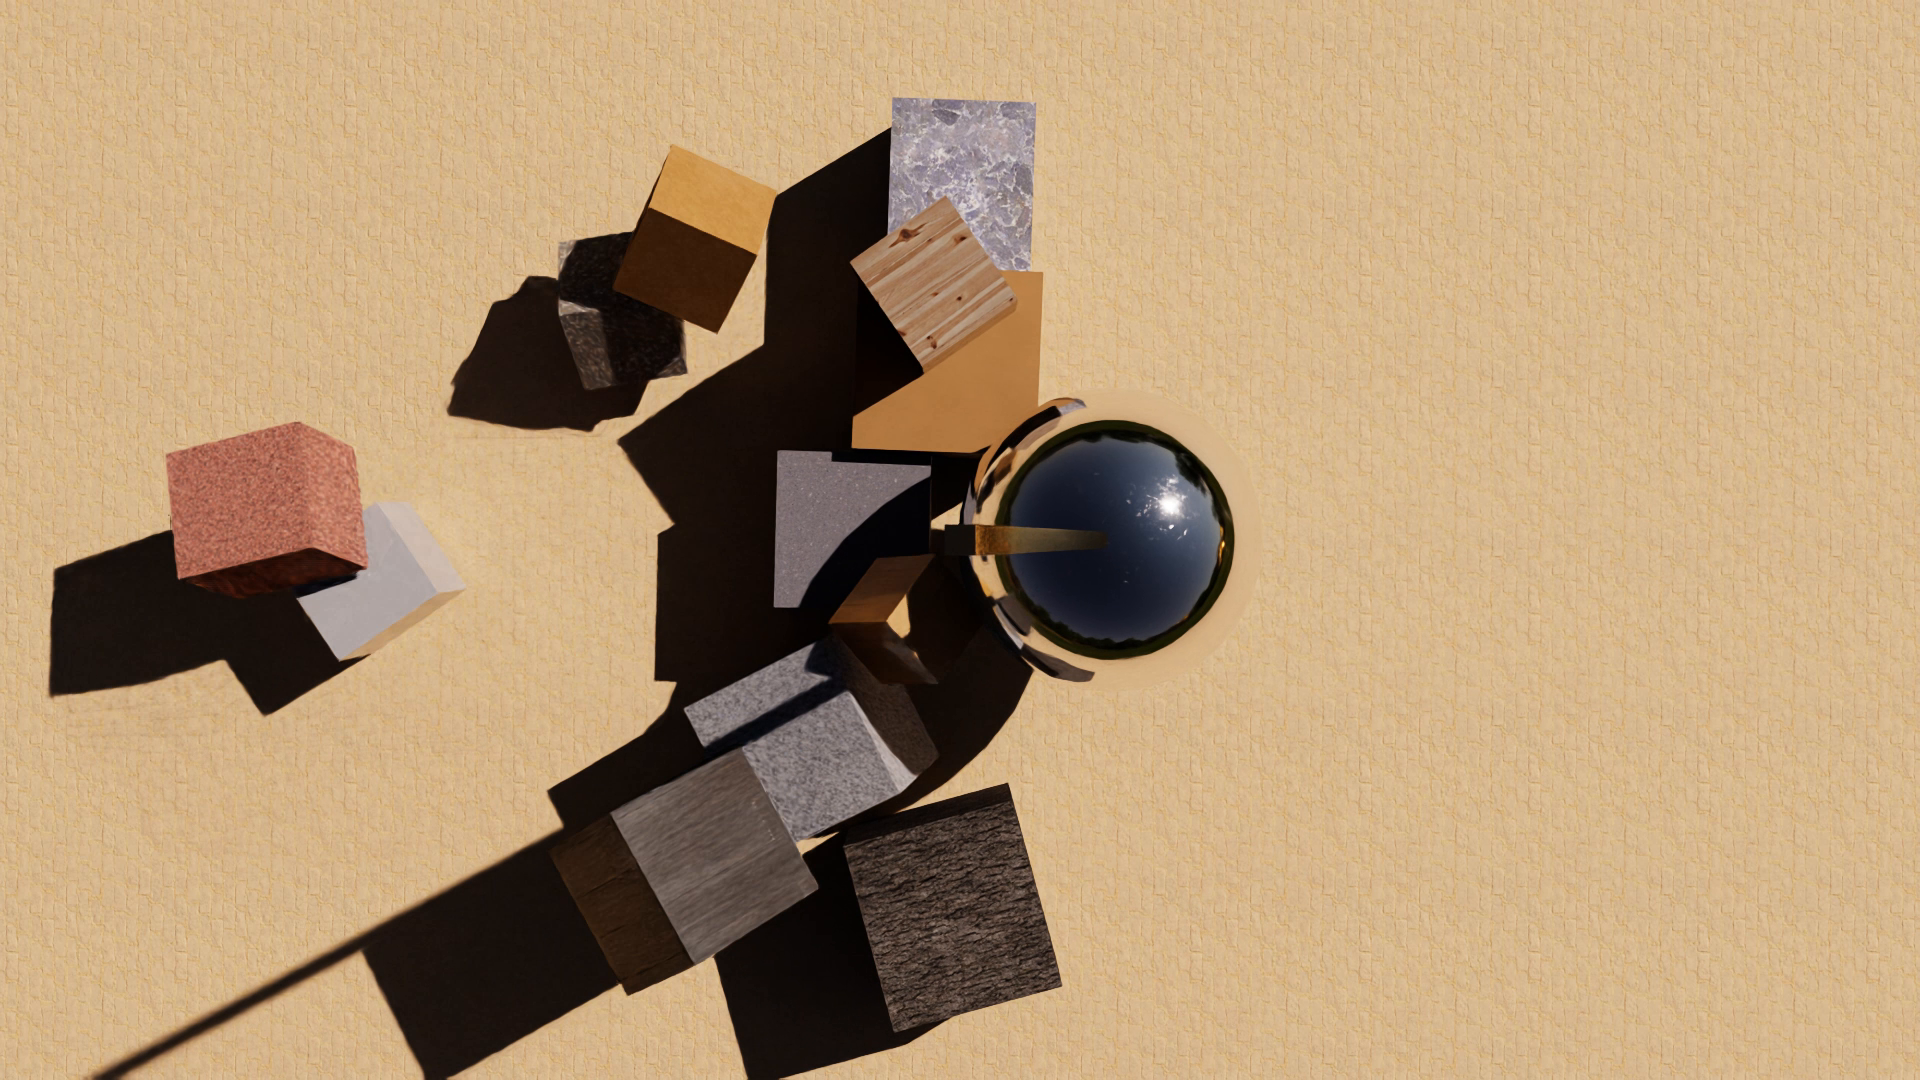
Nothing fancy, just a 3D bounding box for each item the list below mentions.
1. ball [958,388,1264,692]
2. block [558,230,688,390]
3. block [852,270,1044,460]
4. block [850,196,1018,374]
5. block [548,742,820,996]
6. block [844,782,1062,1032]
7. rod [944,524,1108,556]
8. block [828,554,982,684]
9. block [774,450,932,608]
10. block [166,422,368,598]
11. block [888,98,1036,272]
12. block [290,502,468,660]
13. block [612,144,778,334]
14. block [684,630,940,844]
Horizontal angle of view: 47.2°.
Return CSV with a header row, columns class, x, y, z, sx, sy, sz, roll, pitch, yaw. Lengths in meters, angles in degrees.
class,x,y,z,sx,sy,sz,roll,pitch,yaw
ball,0.785,0.000,11.547,1.600,1.600,1.600,0,90,0
block,-1.926,-1.323,12.576,0.602,0.615,0.589,-9,51,0
block,-0.068,-0.989,12.543,1.015,0.914,1.010,2,90,0
block,-0.136,-1.358,11.800,0.615,0.573,0.667,-35,90,0
block,-1.486,1.765,11.780,0.868,0.825,0.893,-27,86,-39
block,-0.039,2.072,12.551,0.962,0.899,1.062,-15,90,0
rod,0.340,0.000,8.176,0.080,5.200,0.080,0,90,8
block,-0.281,0.430,11.817,0.483,0.521,0.488,51,59,-25
block,-0.597,-0.052,12.604,0.852,0.791,0.870,1,90,0
block,-3.799,-0.154,12.083,0.792,0.635,0.706,-13,77,10
block,0.008,-1.971,12.614,0.801,0.772,0.954,2,90,0
block,-3.370,0.227,12.666,0.682,0.637,0.619,-34,90,2
block,-1.455,-1.649,12.077,0.625,0.590,0.622,23,133,-12
block,-0.815,1.091,12.419,0.886,0.979,0.933,-27,90,14
